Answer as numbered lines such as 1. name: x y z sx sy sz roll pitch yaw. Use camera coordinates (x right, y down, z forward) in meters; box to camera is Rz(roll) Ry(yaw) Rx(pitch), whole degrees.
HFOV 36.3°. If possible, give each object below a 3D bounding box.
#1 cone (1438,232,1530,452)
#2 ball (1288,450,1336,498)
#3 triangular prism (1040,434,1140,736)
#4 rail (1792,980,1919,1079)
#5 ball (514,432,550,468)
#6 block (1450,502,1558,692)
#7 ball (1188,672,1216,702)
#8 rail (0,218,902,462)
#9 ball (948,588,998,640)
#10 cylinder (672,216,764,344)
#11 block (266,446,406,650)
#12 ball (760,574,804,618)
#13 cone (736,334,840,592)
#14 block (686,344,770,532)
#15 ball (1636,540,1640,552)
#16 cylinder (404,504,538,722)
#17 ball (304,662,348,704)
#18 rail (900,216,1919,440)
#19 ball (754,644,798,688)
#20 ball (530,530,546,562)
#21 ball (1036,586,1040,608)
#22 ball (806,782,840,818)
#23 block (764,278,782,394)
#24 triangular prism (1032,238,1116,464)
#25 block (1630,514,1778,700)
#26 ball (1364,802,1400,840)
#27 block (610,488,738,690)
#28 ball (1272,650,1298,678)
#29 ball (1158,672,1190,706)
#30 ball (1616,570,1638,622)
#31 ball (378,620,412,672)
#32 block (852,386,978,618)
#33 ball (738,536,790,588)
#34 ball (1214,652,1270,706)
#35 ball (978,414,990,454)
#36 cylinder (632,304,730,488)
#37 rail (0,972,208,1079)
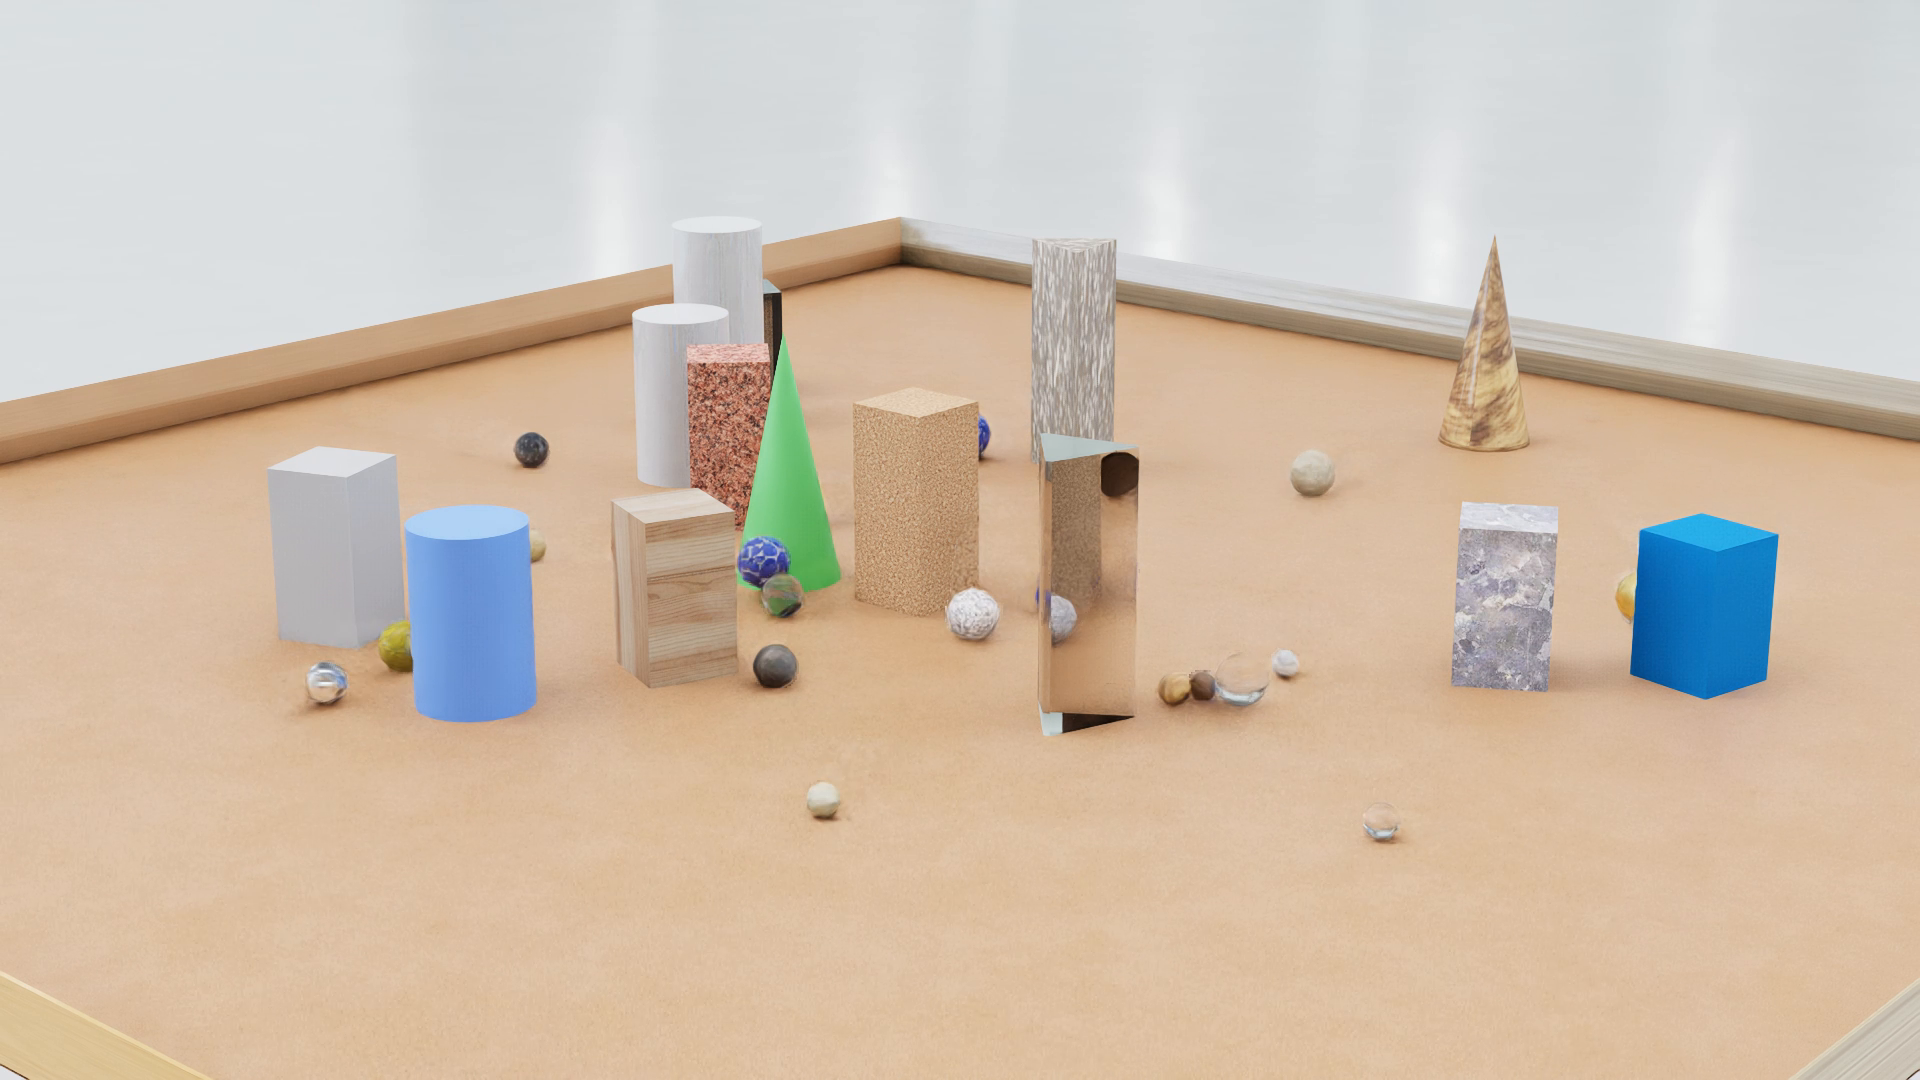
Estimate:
1. cone: 1.095 -0.418 6.063 0.190 0.439 0.190 0 17 0
2. ball: 0.686 -0.129 5.709 0.091 0.091 0.091 0 17 0
3. triangular prism: 0.163 0.061 4.490 0.164 0.432 0.142 -10 20 -30
4. rail: 1.515 0.411 3.861 0.045 0.123 4.186 14 22 39
5. ball: -0.865 -0.183 5.923 0.071 0.071 0.071 0 17 0
6. block: 0.871 0.090 4.689 0.152 0.263 0.152 3 17 11
7. ball: 0.381 0.230 4.599 0.046 0.046 0.046 0 17 0
8. rail: -1.515 -0.350 6.380 0.045 0.123 4.186 14 22 39
9. ball: 0.022 0.124 4.881 0.086 0.086 0.086 0 17 0
10. cylinder: -0.512 -0.461 6.231 0.190 0.424 0.190 0 17 0
11. block: -1.038 0.012 4.890 0.152 0.296 0.152 6 18 20
12. ball: -0.302 0.095 4.997 0.075 0.075 0.075 0 17 0
13. cone: -0.307 -0.149 5.158 0.190 0.448 0.190 0 17 0
14. block: -0.433 -0.193 5.518 0.152 0.324 0.152 -2 17 -5
15. ball: 1.249 0.015 5.318 0.042 0.042 0.042 0 17 0
16. cylinder: -0.759 0.113 4.558 0.190 0.294 0.190 0 17 0
17. ball: -0.991 0.224 4.583 0.067 0.067 0.067 0 17 0
18. rail: 1.357 -0.421 6.617 4.060 0.123 0.045 14 22 39
19. ball: -0.293 0.200 4.657 0.070 0.070 0.070 0 17 0
20. ball: -0.777 0.011 5.301 0.059 0.059 0.059 0 17 0
21. ball: 0.161 0.097 5.010 0.064 0.064 0.064 0 17 0
22. ball: -0.193 0.367 4.141 0.049 0.049 0.049 0 17 0
23. block: -0.485 -0.446 6.512 0.152 0.234 0.152 -5 17 -15
24. triangular prism: 0.208 -0.371 5.877 0.142 0.458 0.164 10 19 29
25. block: 1.186 0.104 4.675 0.152 0.244 0.152 -13 21 -36
26. ball: 0.585 0.389 4.064 0.051 0.051 0.051 0 17 0
27. block: -0.459 0.076 4.714 0.152 0.274 0.152 -9 19 -26
28. ball: 0.522 0.199 4.707 0.044 0.044 0.044 0 17 0
29. ball: 0.334 0.233 4.580 0.052 0.052 0.052 0 17 0
30. ball: 1.156 0.096 4.961 0.093 0.093 0.093 0 17 0
31. ball: -0.896 0.172 4.728 0.083 0.083 0.083 0 17 0
32. block: -0.075 -0.067 5.050 0.152 0.353 0.152 14 22 39
33. ball: -0.341 0.038 5.084 0.090 0.090 0.090 0 17 0
34. ball: 0.440 0.218 4.574 0.084 0.084 0.084 0 17 0
35. ball: 0.015 -0.216 5.989 0.095 0.095 0.095 0 17 0
36. cylinder: -0.550 -0.288 5.822 0.190 0.330 0.190 0 17 0
37. rail: -1.357 0.483 3.625 4.060 0.123 0.045 14 22 39
